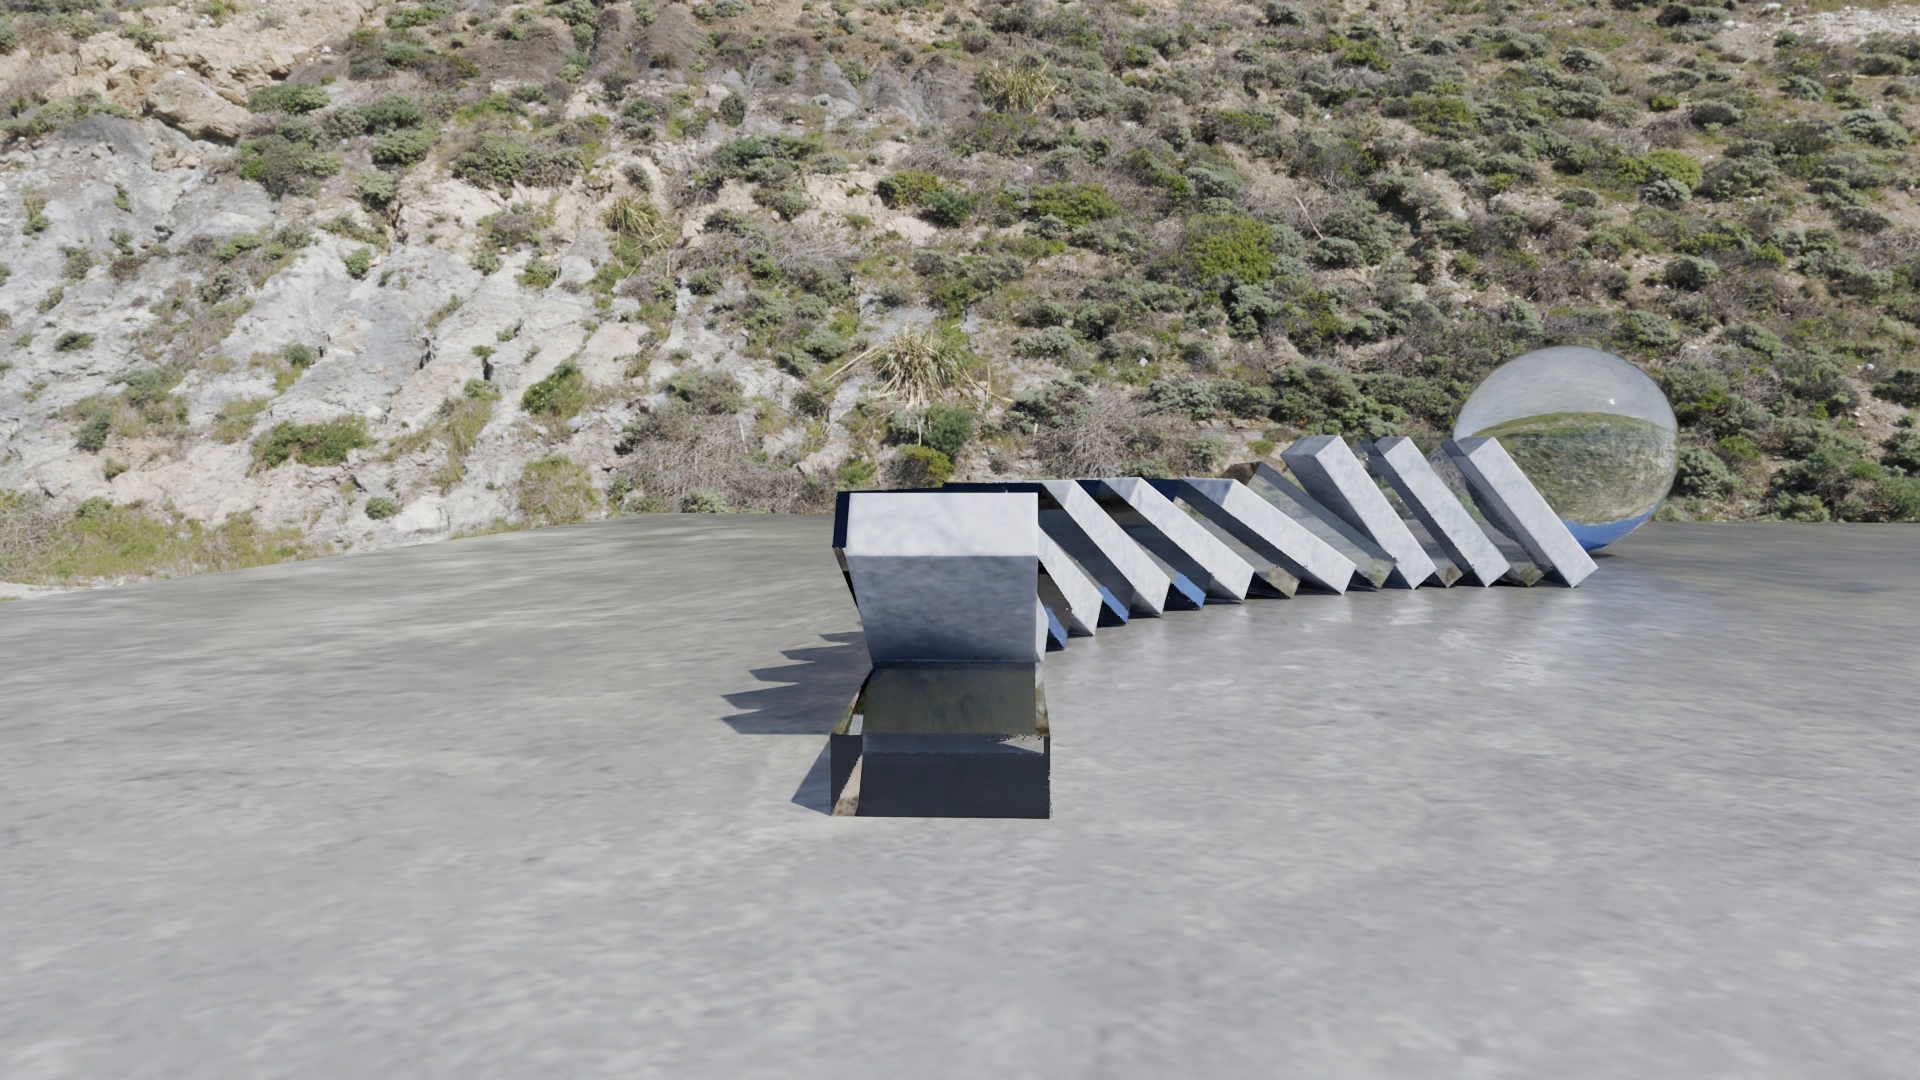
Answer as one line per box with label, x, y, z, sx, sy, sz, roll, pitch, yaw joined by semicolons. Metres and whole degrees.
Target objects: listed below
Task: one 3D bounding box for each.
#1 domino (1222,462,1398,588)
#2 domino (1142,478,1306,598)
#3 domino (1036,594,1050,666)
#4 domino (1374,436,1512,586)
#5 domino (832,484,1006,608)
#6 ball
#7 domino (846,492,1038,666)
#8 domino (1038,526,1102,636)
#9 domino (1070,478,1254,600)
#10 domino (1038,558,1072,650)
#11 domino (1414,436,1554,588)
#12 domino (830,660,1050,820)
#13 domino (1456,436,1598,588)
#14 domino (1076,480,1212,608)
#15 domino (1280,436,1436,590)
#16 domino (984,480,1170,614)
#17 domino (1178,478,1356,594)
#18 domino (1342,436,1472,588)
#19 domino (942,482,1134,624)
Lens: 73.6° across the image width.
domino;0.101;-0.005;0.378;0.050;0.009;0.025;35;-4;-8
domino;0.068;-0.001;0.353;0.050;0.009;0.025;32;-12;-27
domino;-0.001;0.008;0.231;0.025;0.009;0.050;1;-26;16
domino;0.145;-0.009;0.392;0.010;0.050;0.025;-39;2;4
domino;-0.003;0.009;0.207;0.025;0.010;0.050;-2;-29;6
ball;0.231;-0.034;0.493;0.080;0.080;0.080;0;4;0
domino;-0.001;0.010;0.190;0.025;0.009;0.050;0;-29;3
domino;0.009;0.006;0.273;0.025;0.009;0.050;3;-24;30
domino;0.052;0.000;0.338;0.050;0.009;0.025;34;-19;-34
domino;0.003;0.007;0.252;0.025;0.010;0.050;2;-25;23
domino;0.157;-0.009;0.392;0.009;0.050;0.025;-39;2;4
domino;-0.001;0.025;0.171;0.025;0.009;0.050;0;4;2
domino;0.169;-0.009;0.390;0.009;0.050;0.025;-39;2;4
domino;0.039;0.001;0.324;0.025;0.009;0.050;3;-26;47
domino;0.119;-0.009;0.384;0.009;0.050;0.025;-39;9;-4
domino;0.027;0.002;0.307;0.025;0.009;0.050;1;-27;38
domino;0.085;-0.001;0.364;0.050;0.009;0.025;31;-10;-25
domino;0.132;-0.009;0.391;0.010;0.050;0.025;-39;2;4
domino;0.018;0.004;0.291;0.025;0.009;0.050;2;-27;34
